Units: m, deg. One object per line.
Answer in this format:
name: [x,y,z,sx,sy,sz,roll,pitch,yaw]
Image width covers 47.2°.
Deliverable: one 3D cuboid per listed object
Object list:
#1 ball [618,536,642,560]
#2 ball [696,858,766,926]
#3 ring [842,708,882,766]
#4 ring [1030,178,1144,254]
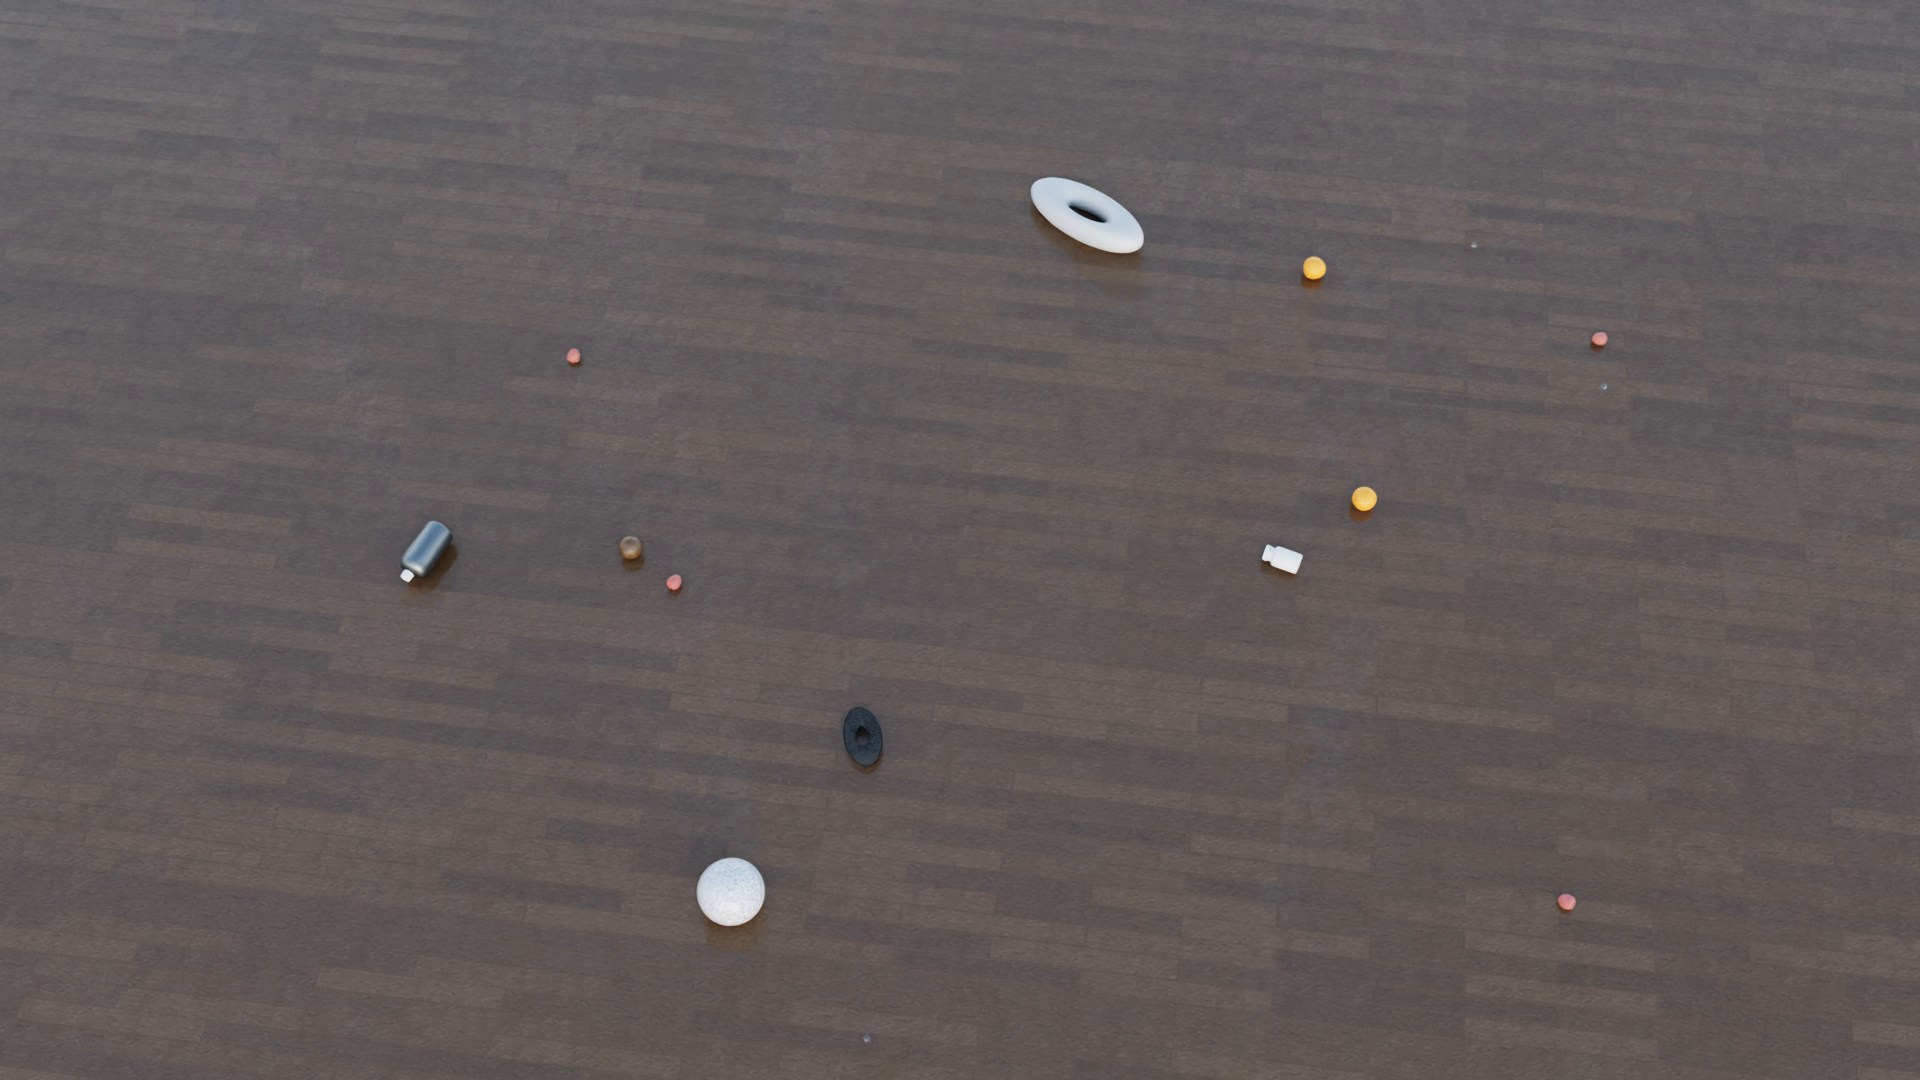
ball: [-0.976,0.022,6.517,0.069,0.069,0.069,0,56,0]
ball: [-0.608,0.934,5.839,0.180,0.180,0.180,0,56,0]
ring: [-0.273,0.551,6.175,0.110,0.050,0.184,-10,58,-5]
ring: [0.417,-1.069,7.236,0.440,0.094,0.189,32,61,20]
